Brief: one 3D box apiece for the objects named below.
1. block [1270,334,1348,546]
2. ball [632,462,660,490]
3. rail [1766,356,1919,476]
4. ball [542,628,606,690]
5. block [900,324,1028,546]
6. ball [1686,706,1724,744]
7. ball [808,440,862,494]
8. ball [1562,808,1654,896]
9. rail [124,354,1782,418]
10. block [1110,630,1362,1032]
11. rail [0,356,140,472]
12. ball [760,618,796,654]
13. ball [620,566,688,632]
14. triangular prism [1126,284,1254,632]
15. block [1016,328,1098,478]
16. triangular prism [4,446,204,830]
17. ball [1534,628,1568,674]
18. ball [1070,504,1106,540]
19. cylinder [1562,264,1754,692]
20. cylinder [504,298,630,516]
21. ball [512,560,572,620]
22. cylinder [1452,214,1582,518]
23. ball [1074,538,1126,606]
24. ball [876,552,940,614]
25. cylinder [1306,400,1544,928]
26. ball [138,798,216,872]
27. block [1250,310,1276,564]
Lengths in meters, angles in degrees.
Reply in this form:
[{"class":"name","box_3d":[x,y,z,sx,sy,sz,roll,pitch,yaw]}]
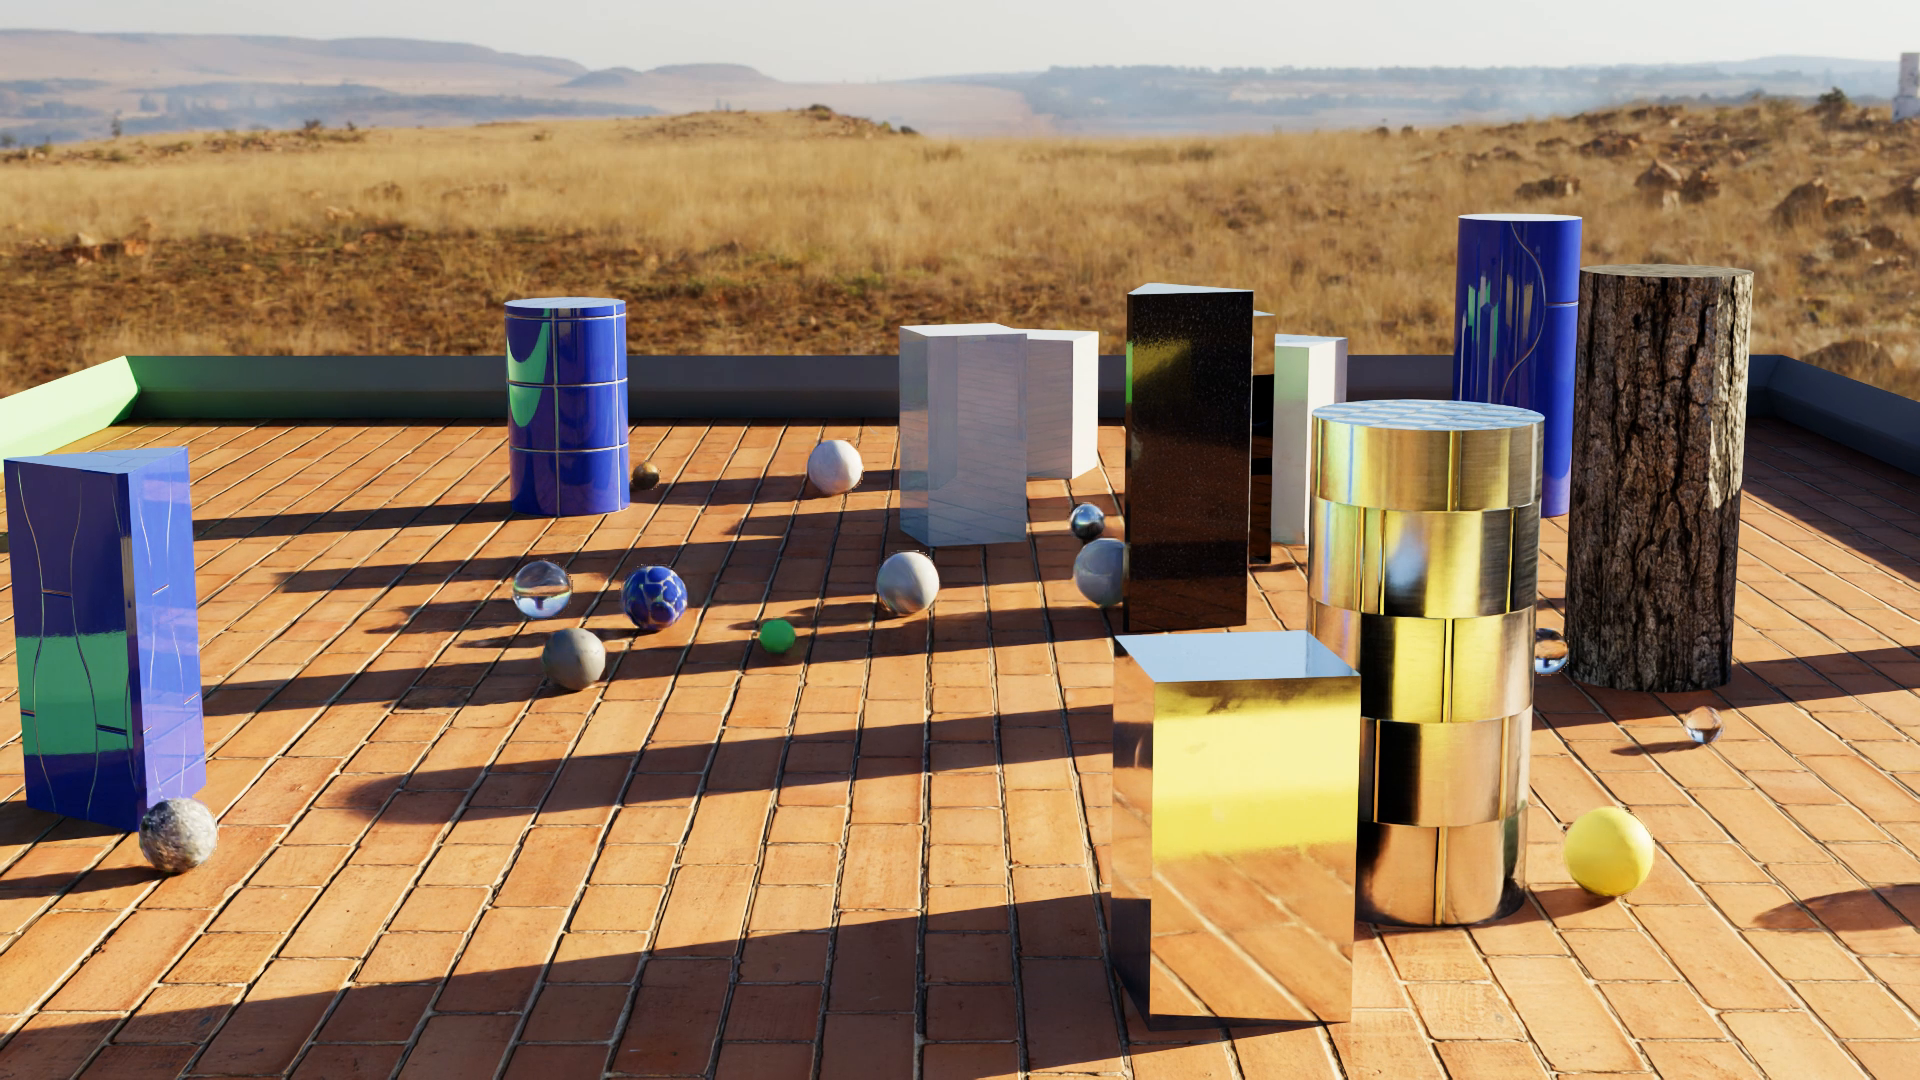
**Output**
[{"class":"block","box_3d":[0.500,-0.162,4.022,0.158,0.305,0.158,6,12,29]},{"class":"ball","box_3d":[-0.546,-0.110,4.453,0.047,0.047,0.047,0,10,0]},{"class":"rail","box_3d":[1.708,0.031,3.458,0.045,0.129,3.903,0,10,0]},{"class":"ball","box_3d":[-0.455,0.140,3.025,0.075,0.075,0.075,0,10,0]},{"class":"block","box_3d":[0.004,-0.166,3.998,0.158,0.323,0.158,-3,11,-17]},{"class":"ball","box_3d":[0.810,0.201,2.789,0.041,0.041,0.041,0,10,0]},{"class":"ball","box_3d":[-0.215,-0.125,4.405,0.095,0.095,0.095,0,10,0]},{"class":"ball","box_3d":[0.575,0.277,2.275,0.078,0.078,0.078,0,10,0]},{"class":"rail","box_3d":[-0.011,-0.318,5.344,3.463,0.129,0.045,0,10,0]},{"class":"block","box_3d":[0.213,0.224,2.021,0.158,0.274,0.158,-1,11,-7]},{"class":"rail","box_3d":[-1.708,0.035,3.439,0.045,0.129,3.903,0,10,0]},{"class":"ball","box_3d":[-0.228,0.121,3.211,0.044,0.044,0.044,0,10,0]},{"class":"ball","box_3d":[-0.398,0.076,3.342,0.086,0.086,0.086,0,10,0]},{"class":"triangular prism","box_3d":[0.276,-0.113,3.389,0.172,0.440,0.149,-3,11,-16]},{"class":"block","box_3d":[0.151,-0.249,4.650,0.158,0.248,0.158,4,11,19]},{"class":"triangular prism","box_3d":[-0.817,0.090,2.543,0.172,0.350,0.149,7,12,32]},{"class":"ball","box_3d":[0.707,0.134,3.098,0.055,0.055,0.055,0,10,0]},{"class":"ball","box_3d":[0.198,-0.028,3.984,0.056,0.056,0.056,0,10,0]},{"class":"cylinder","box_3d":[0.832,-0.078,3.070,0.198,0.488,0.198,0,10,0]},{"class":"cylinder","box_3d":[-0.651,-0.223,4.256,0.198,0.341,0.198,0,10,0]},{"class":"ball","box_3d":[-0.557,0.066,3.415,0.078,0.078,0.078,0,10,0]},{"class":"cylinder","box_3d":[0.912,-0.288,4.220,0.198,0.482,0.198,0,10,0]},{"class":"ball","box_3d":[0.199,0.043,3.474,0.092,0.092,0.092,0,10,0]},{"class":"ball","box_3d":[-0.070,0.057,3.446,0.084,0.084,0.084,0,10,0]},{"class":"cylinder","box_3d":[0.403,0.103,2.252,0.198,0.429,0.198,0,10,0]},{"class":"ball","box_3d":[-0.715,0.269,2.343,0.069,0.069,0.069,0,10,0]},{"class":"block","box_3d":[0.359,-0.155,3.814,0.158,0.368,0.158,-3,11,-18]}]
